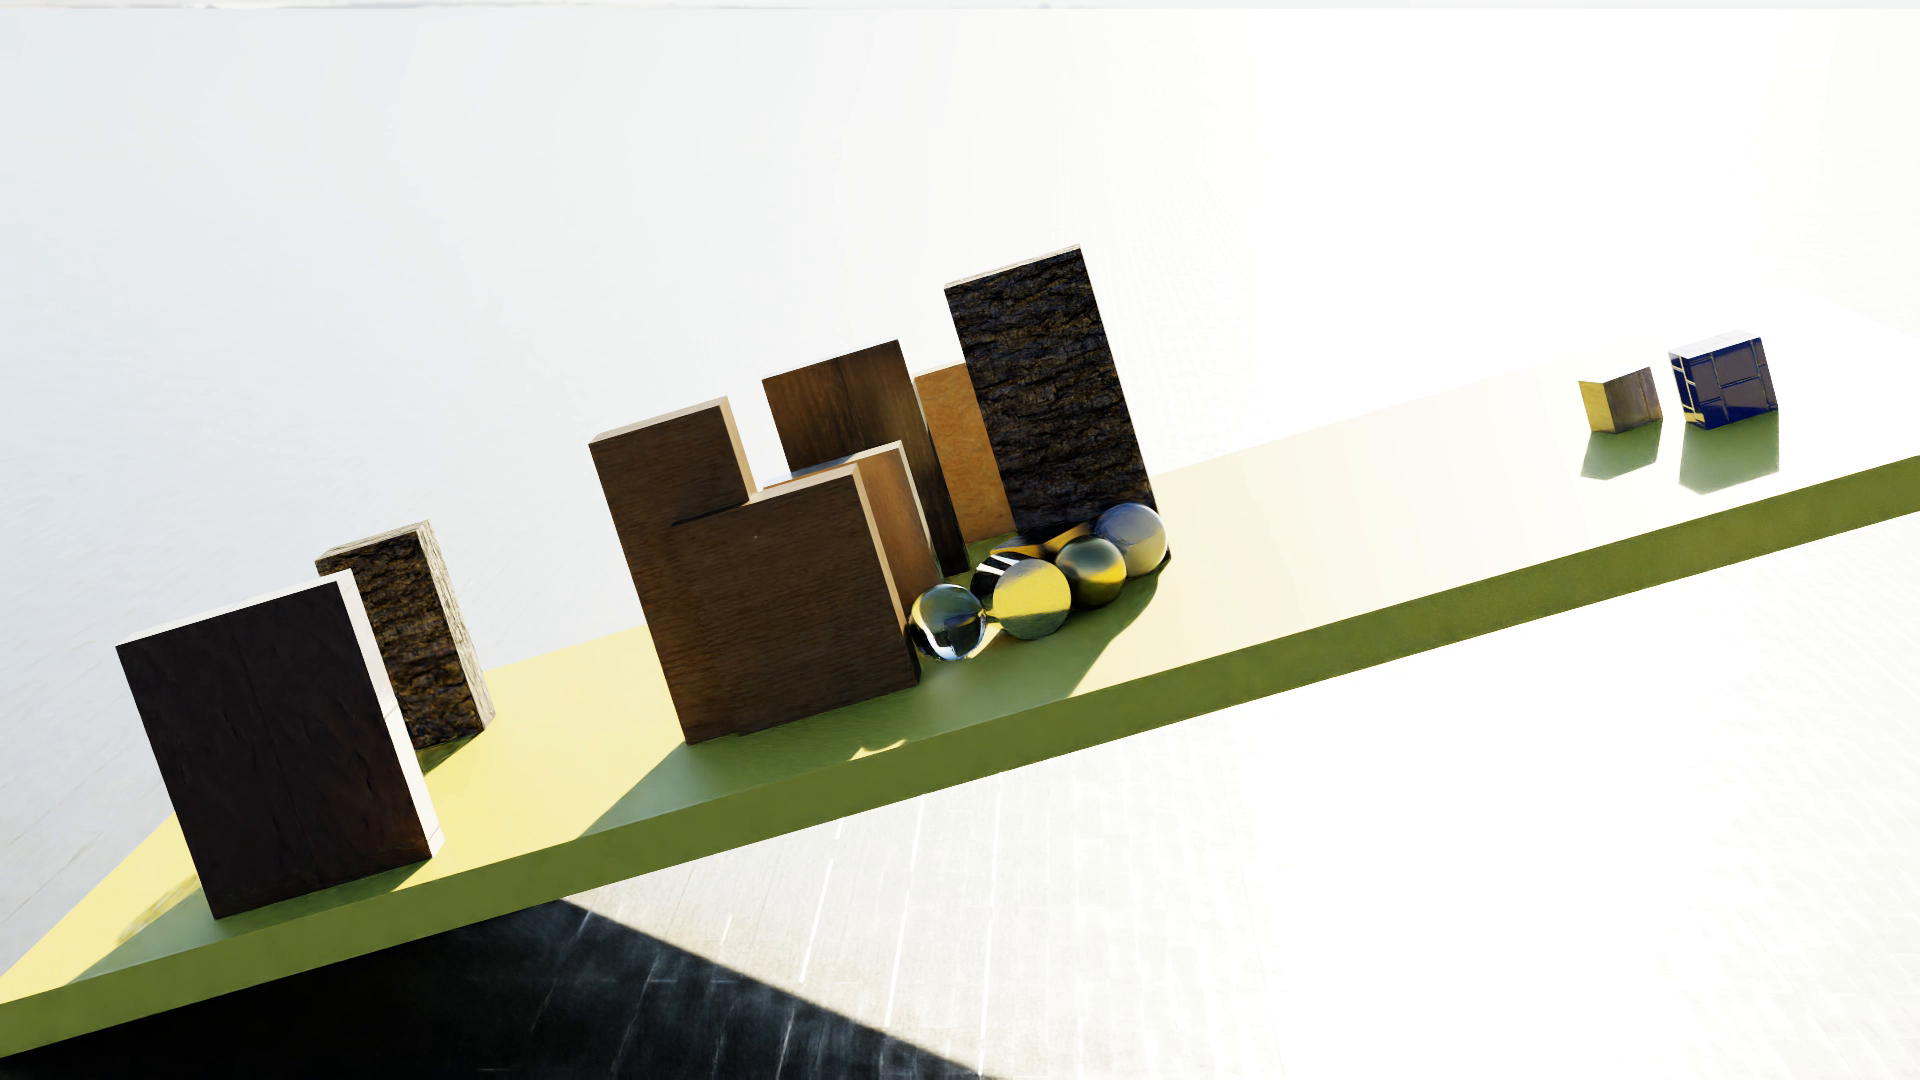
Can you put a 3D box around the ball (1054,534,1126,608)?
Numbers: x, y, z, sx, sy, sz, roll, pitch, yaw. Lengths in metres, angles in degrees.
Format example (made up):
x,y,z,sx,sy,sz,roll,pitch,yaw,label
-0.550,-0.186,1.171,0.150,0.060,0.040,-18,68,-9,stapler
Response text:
x,y,z,sx,sy,sz,roll,pitch,yaw,label
0.263,0.064,5.969,0.151,0.151,0.151,0,11,0,ball

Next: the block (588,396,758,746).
x,y,z,sx,sy,sz,roll,pitch,yaw,label
-0.504,0.062,5.866,0.272,0.637,0.133,-16,10,5,block

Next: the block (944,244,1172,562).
x,y,z,sx,sy,sz,roll,pitch,yaw,label
0.209,-0.253,6.236,0.298,0.686,0.115,-16,10,5,block

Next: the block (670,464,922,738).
x,y,z,sx,sy,sz,roll,pitch,yaw,label
-0.321,0.118,5.820,0.372,0.440,0.131,-16,10,5,block

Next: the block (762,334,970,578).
x,y,z,sx,sy,sz,roll,pitch,yaw,label
-0.214,-0.155,6.776,0.328,0.561,0.083,-16,10,5,block

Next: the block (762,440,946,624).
x,y,z,sx,sy,sz,roll,pitch,yaw,label
-0.212,0.028,6.240,0.300,0.401,0.098,-16,10,5,block

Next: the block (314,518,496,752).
x,y,z,sx,sy,sz,roll,pitch,yaw,label
-1.259,0.225,6.693,0.243,0.481,0.148,-16,10,5,block

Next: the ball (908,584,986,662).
x,y,z,sx,sy,sz,roll,pitch,yaw,label
-0.025,0.165,5.888,0.156,0.156,0.156,0,11,0,ball

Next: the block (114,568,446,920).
x,y,z,sx,sy,sz,roll,pitch,yaw,label
-1.293,0.391,5.613,0.445,0.562,0.110,-16,10,5,block

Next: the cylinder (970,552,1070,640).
x,y,z,sx,sy,sz,roll,pitch,yaw,label
0.120,0.111,5.923,0.162,0.162,0.162,-3,6,-16,cylinder

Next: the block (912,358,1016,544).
x,y,z,sx,sy,sz,roll,pitch,yaw,label
0.094,-0.238,7.103,0.353,0.426,0.088,-16,10,5,block

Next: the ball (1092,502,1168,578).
x,y,z,sx,sy,sz,roll,pitch,yaw,label
0.354,0.000,6.141,0.158,0.158,0.158,0,11,0,ball

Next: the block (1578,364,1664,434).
x,y,z,sx,sy,sz,roll,pitch,yaw,label
1.382,-0.296,6.155,0.114,0.114,0.114,-19,10,-12,block

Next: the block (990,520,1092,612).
x,y,z,sx,sy,sz,roll,pitch,yaw,label
0.186,0.062,6.108,0.152,0.152,0.152,-7,14,44,block

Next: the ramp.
x,y,z,sx,sy,sz,roll,pitch,yaw,label
0.094,0.186,6.317,4.000,0.100,2.000,-16,10,5,ramp

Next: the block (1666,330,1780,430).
x,y,z,sx,sy,sz,roll,pitch,yaw,label
1.540,-0.325,5.939,0.151,0.151,0.151,-17,10,0,block
